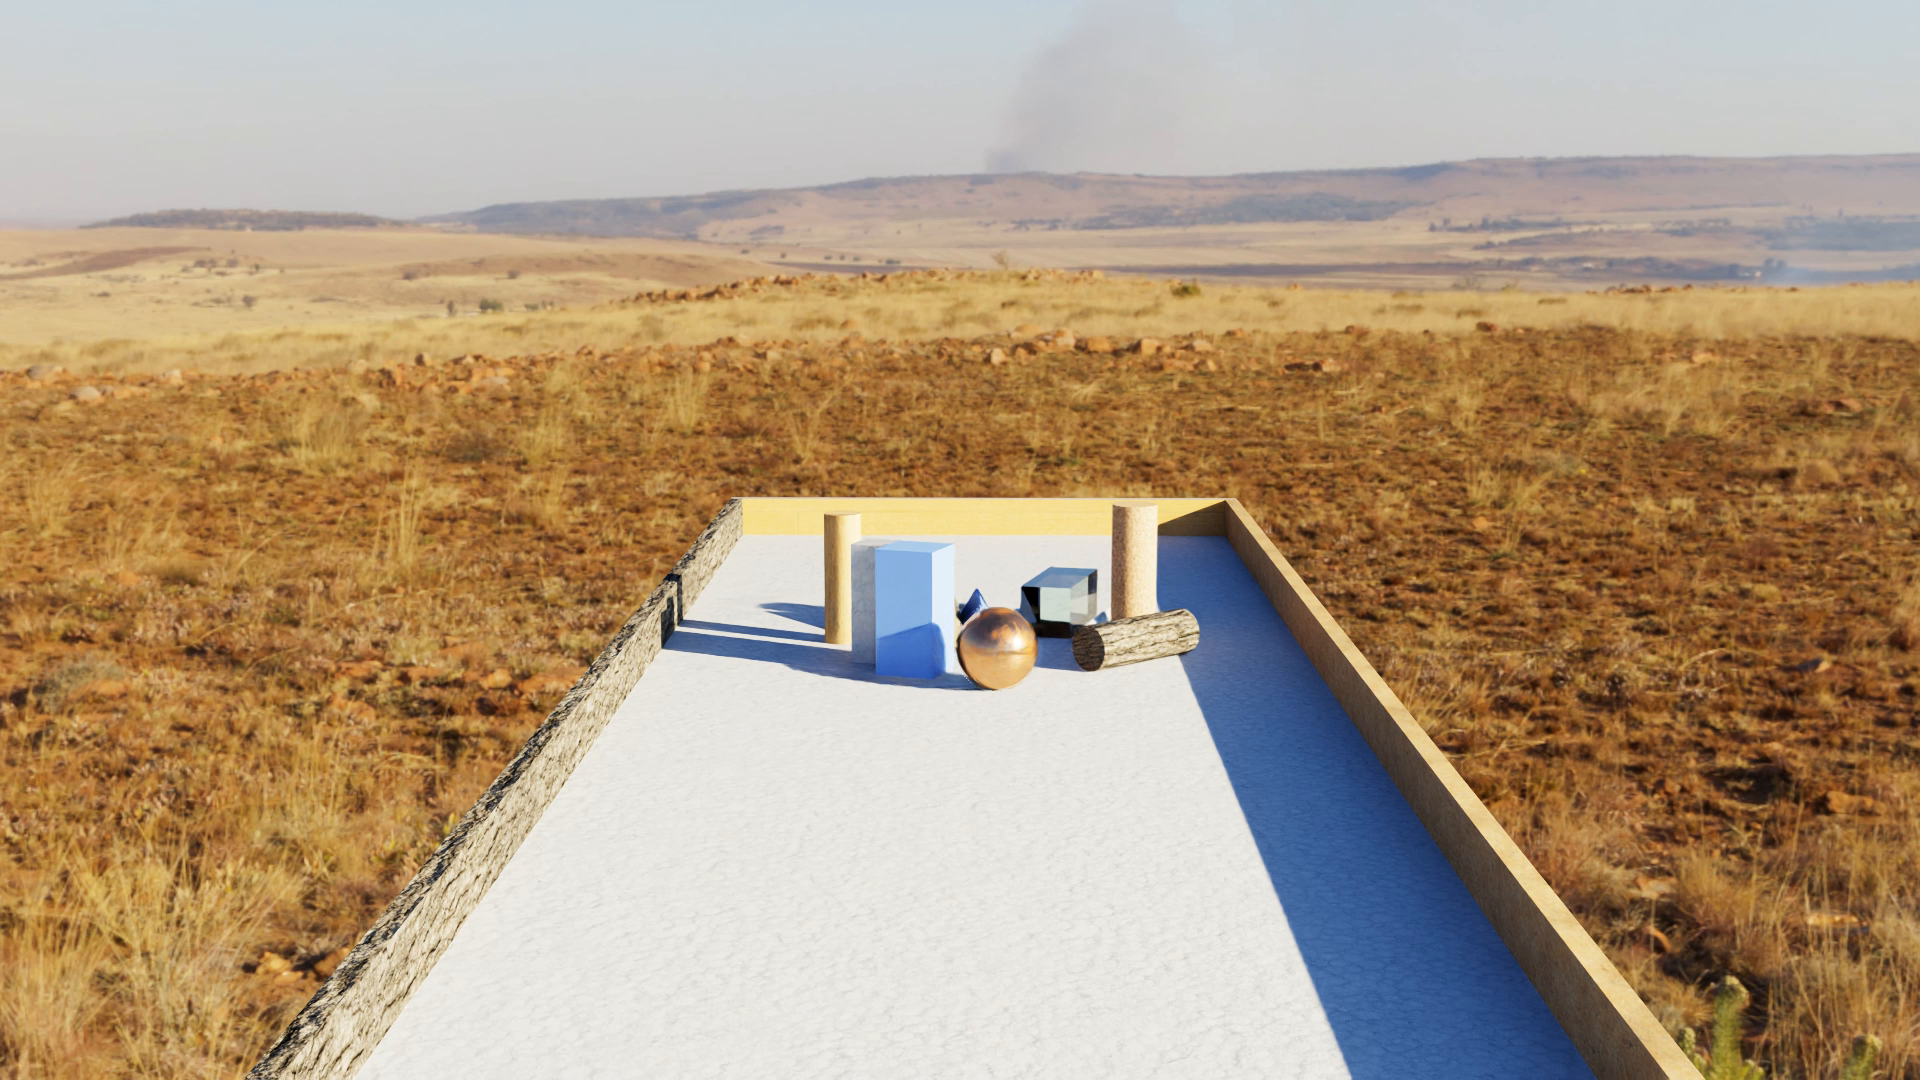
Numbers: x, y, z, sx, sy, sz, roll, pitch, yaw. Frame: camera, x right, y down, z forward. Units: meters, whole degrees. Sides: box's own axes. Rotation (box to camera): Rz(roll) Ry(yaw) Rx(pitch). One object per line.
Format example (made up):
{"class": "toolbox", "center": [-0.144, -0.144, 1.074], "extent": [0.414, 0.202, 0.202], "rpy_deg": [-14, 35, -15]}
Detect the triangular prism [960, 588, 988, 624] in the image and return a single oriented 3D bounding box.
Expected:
{"class": "triangular prism", "center": [0.060, 0.247, 7.029], "extent": [0.143, 0.124, 0.356], "rpy_deg": [0, 9, -2]}

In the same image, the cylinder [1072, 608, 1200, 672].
{"class": "cylinder", "center": [0.536, 0.301, 6.667], "extent": [0.410, 0.138, 0.138], "rpy_deg": [-8, 12, -41]}

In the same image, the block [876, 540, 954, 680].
{"class": "block", "center": [-0.133, 0.204, 6.519], "extent": [0.179, 0.376, 0.179], "rpy_deg": [3, 10, 20]}

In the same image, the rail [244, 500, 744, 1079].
{"class": "rail", "center": [-1.004, 0.839, 3.234], "extent": [0.050, 0.150, 12.000], "rpy_deg": [0, 9, 1]}

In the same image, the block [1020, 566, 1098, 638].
{"class": "block", "center": [0.327, 0.202, 7.212], "extent": [0.163, 0.163, 0.389], "rpy_deg": [3, 9, 16]}

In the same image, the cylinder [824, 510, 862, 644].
{"class": "cylinder", "center": [-0.370, 0.118, 6.953], "extent": [0.117, 0.411, 0.117], "rpy_deg": [0, 9, 0]}

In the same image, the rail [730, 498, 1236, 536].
{"class": "rail", "center": [0.099, -0.098, 9.147], "extent": [2.100, 0.150, 0.050], "rpy_deg": [0, 9, 1]}

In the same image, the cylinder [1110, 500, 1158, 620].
{"class": "cylinder", "center": [0.547, 0.106, 6.917], "extent": [0.141, 0.444, 0.141], "rpy_deg": [0, 9, 0]}

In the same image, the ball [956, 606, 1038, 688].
{"class": "ball", "center": [0.106, 0.309, 6.308], "extent": [0.235, 0.235, 0.235], "rpy_deg": [0, 9, 0]}

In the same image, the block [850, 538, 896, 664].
{"class": "block", "center": [-0.249, 0.185, 6.684], "extent": [0.126, 0.362, 0.126], "rpy_deg": [3, 10, 20]}

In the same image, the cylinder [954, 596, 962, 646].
{"class": "cylinder", "center": [-0.052, 0.254, 7.057], "extent": [0.109, 0.109, 0.412], "rpy_deg": [0, 9, -2]}

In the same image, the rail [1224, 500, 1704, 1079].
{"class": "rail", "center": [1.046, 0.843, 3.208], "extent": [0.050, 0.150, 12.000], "rpy_deg": [0, 9, 1]}
